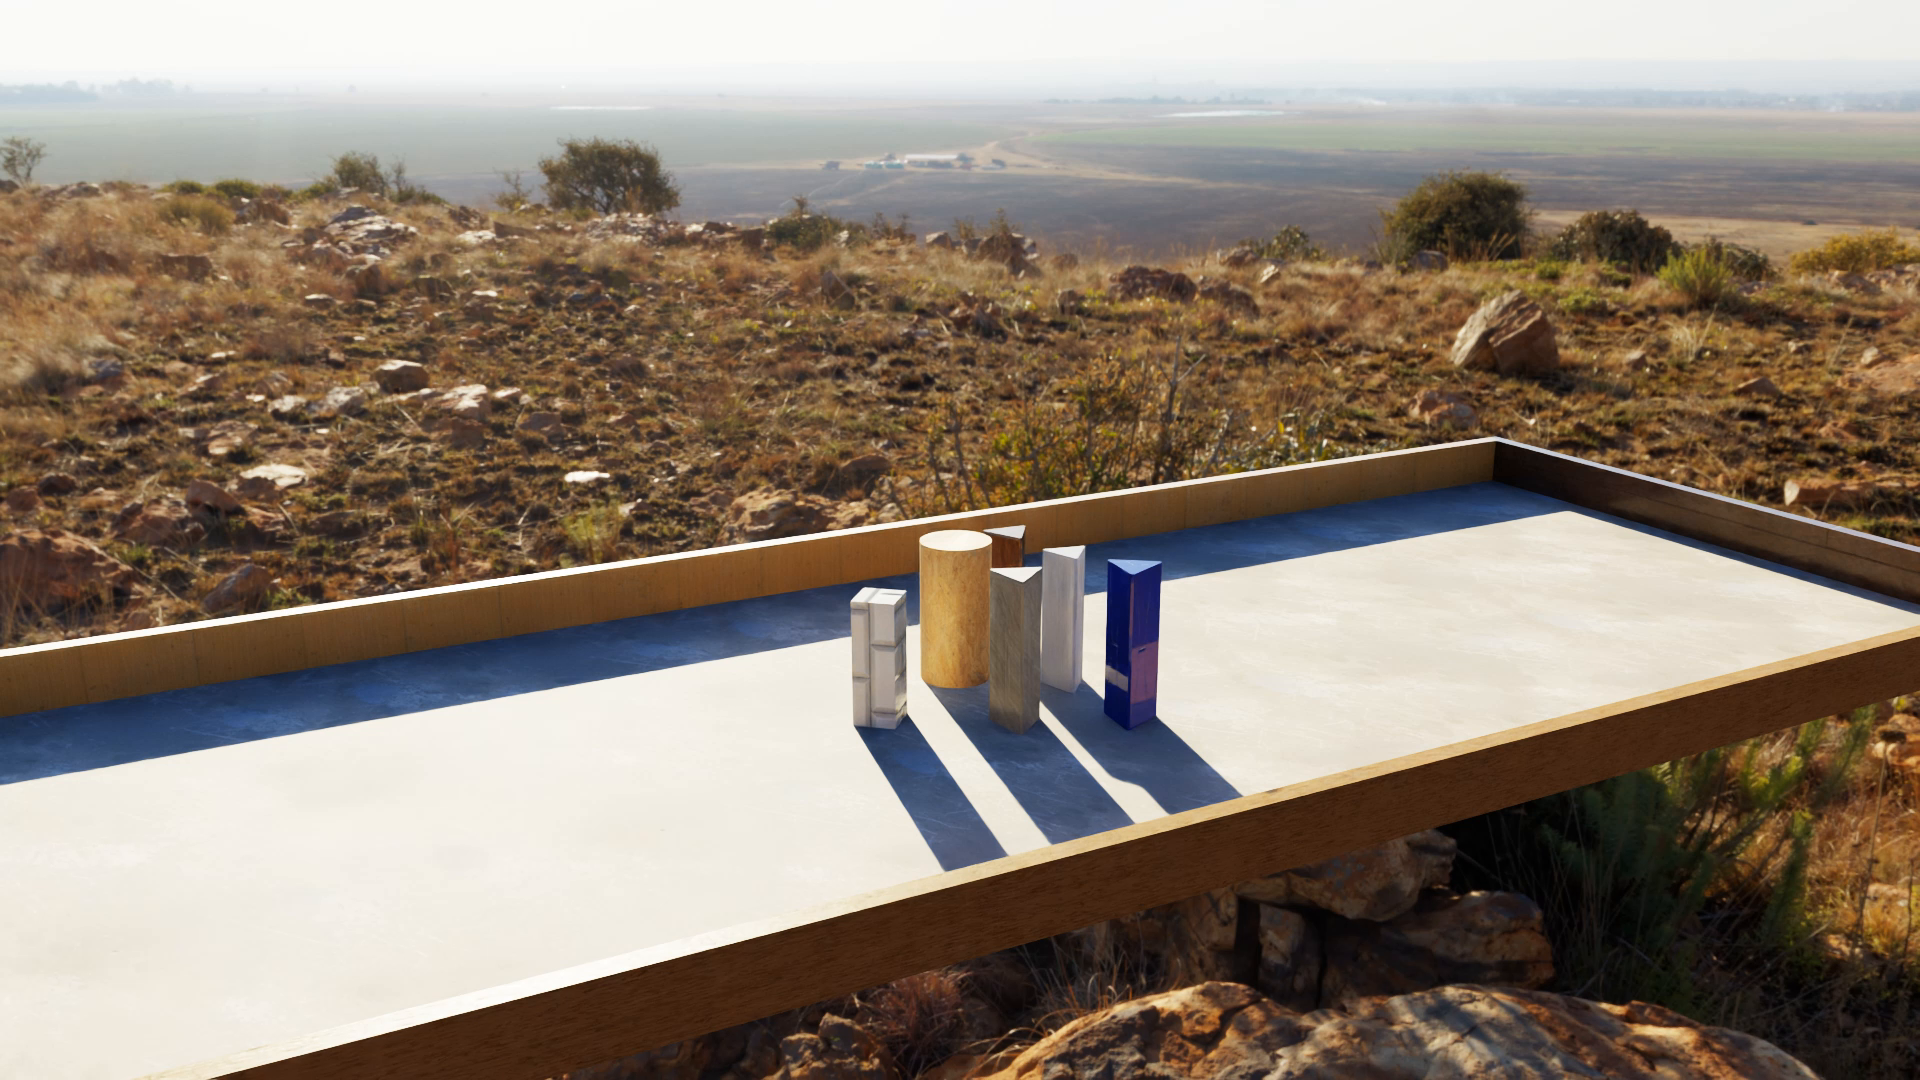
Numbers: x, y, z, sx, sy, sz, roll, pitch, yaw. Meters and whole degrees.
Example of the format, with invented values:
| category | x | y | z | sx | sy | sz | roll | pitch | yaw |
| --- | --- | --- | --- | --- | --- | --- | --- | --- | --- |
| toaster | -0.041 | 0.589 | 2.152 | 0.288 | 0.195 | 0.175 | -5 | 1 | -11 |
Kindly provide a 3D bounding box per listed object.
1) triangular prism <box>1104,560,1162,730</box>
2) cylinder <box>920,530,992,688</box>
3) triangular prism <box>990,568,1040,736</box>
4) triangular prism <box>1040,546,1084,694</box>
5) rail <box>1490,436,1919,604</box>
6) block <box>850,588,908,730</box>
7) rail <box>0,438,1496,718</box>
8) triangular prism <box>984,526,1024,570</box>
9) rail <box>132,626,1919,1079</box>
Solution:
| category | x | y | z | sx | sy | sz | roll | pitch | yaw |
| --- | --- | --- | --- | --- | --- | --- | --- | --- | --- |
| triangular prism | 0.388 | 0.238 | 3.867 | 0.106 | 0.382 | 0.122 | 13 | 21 | 36 |
| cylinder | -0.011 | 0.172 | 4.136 | 0.180 | 0.357 | 0.180 | 0 | 16 | 0 |
| triangular prism | 0.147 | 0.251 | 3.841 | 0.103 | 0.373 | 0.119 | -12 | 20 | -35 |
| triangular prism | 0.274 | 0.191 | 4.088 | 0.108 | 0.348 | 0.094 | 16 | 22 | 42 |
| rail | 2.466 | -0.048 | 5.253 | 0.050 | 0.150 | 2.100 | -9 | 18 | -27 |
| block | -0.189 | 0.277 | 3.867 | 0.104 | 0.307 | 0.104 | 4 | 17 | 13 |
| rail | -3.305 | 0.497 | 3.399 | 12.000 | 0.150 | 0.050 | -9 | 18 | -27 |
| triangular prism | 0.141 | 0.120 | 4.401 | 0.120 | 0.307 | 0.104 | 12 | 20 | 35 |
| rail | -2.336 | 1.006 | 1.665 | 12.000 | 0.150 | 0.050 | -9 | 18 | -27 |
